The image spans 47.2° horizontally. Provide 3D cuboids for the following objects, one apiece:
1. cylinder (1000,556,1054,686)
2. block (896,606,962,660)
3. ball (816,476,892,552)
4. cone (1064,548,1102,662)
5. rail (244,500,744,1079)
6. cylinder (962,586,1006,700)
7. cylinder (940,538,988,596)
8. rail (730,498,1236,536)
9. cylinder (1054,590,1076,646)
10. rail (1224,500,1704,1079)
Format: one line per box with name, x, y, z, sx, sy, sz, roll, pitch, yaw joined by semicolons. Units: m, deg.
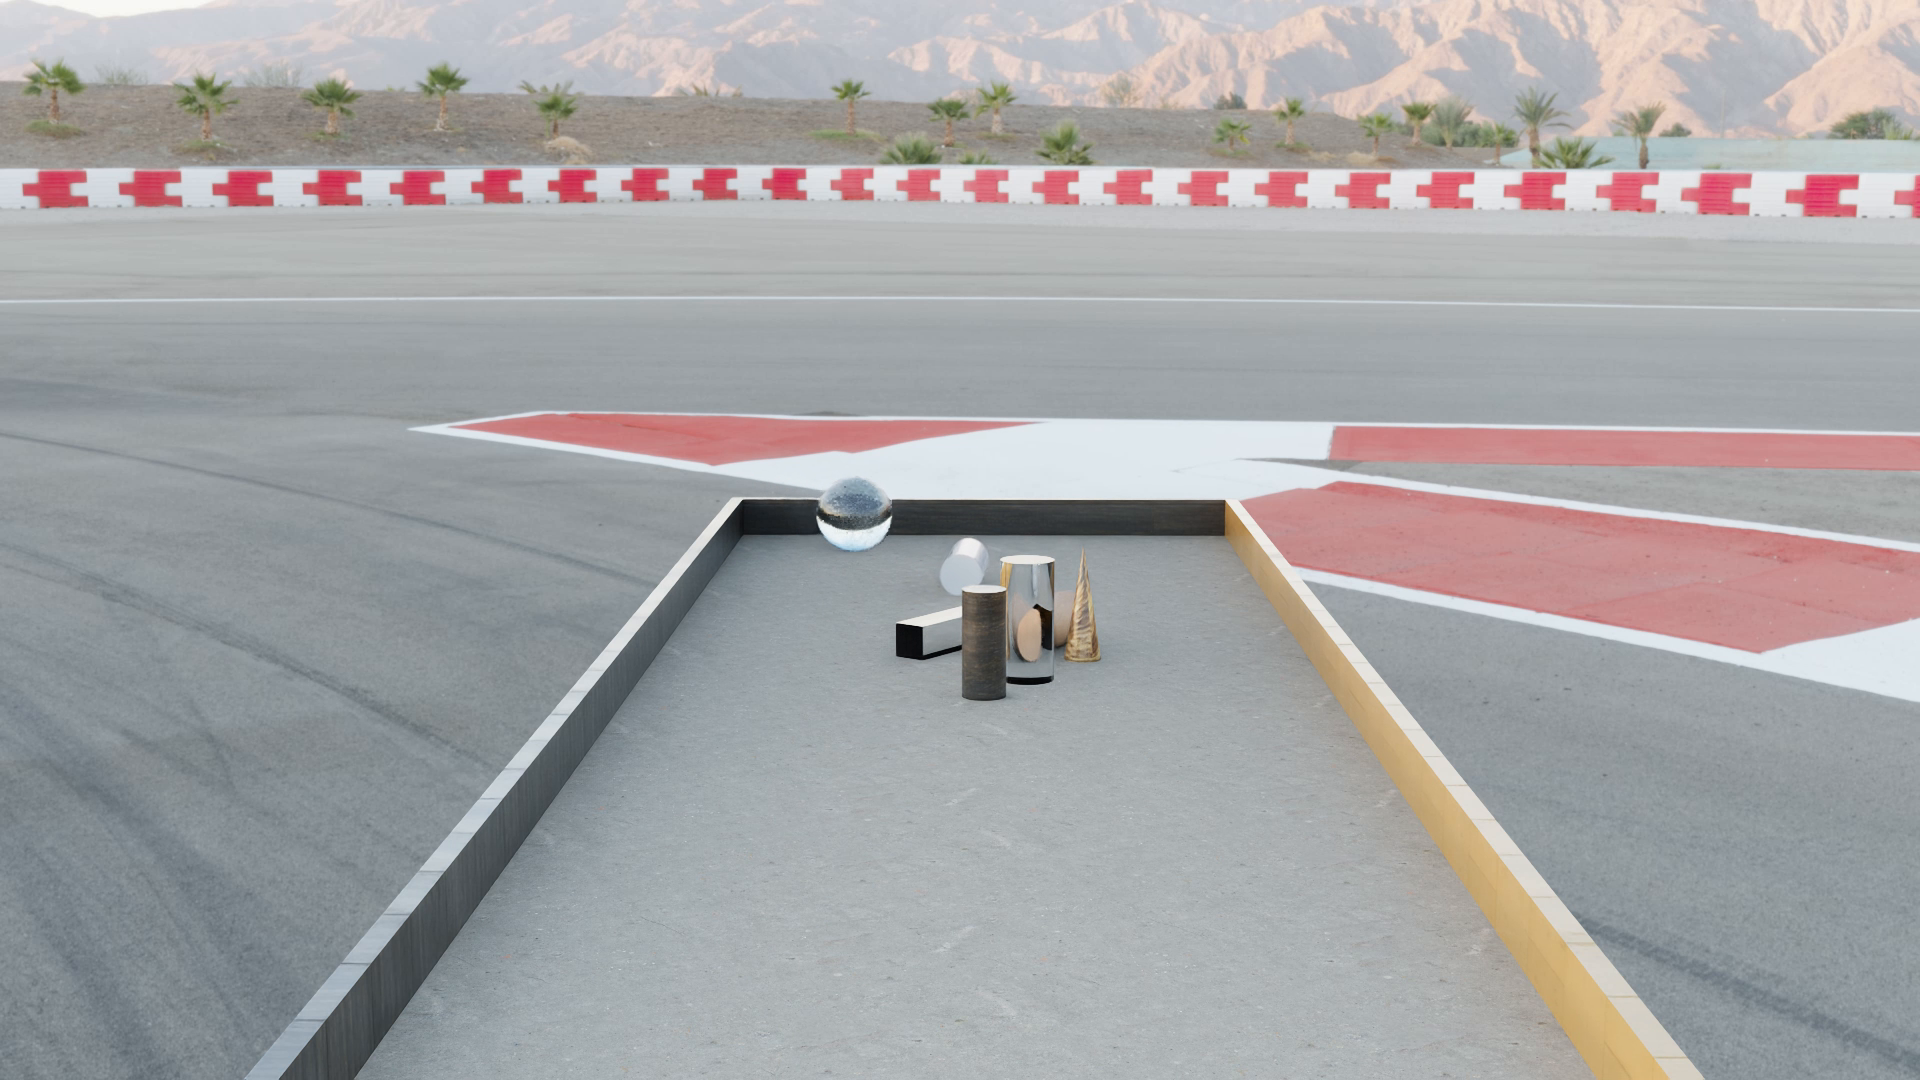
cylinder;0.196;0.232;6.411;0.158;0.355;0.158;0;9;0
block;-0.020;0.282;6.895;0.105;0.105;0.450;7;11;36
ball;-0.418;-0.103;8.709;0.298;0.298;0.298;0;9;0
cone;0.375;0.189;6.693;0.114;0.353;0.114;0;9;0
rail;-1.004;0.839;3.234;0.050;0.150;12.000;0;9;1
cylinder;0.068;0.289;6.200;0.125;0.308;0.125;0;9;0
cylinder;0.017;0.096;7.927;0.150;0.150;0.353;1;9;4
rail;0.099;-0.098;9.147;2.100;0.150;0.050;0;9;1
cylinder;0.262;0.260;6.852;0.161;0.161;0.320;6;11;32
rail;1.046;0.843;3.208;0.050;0.150;12.000;0;9;1
